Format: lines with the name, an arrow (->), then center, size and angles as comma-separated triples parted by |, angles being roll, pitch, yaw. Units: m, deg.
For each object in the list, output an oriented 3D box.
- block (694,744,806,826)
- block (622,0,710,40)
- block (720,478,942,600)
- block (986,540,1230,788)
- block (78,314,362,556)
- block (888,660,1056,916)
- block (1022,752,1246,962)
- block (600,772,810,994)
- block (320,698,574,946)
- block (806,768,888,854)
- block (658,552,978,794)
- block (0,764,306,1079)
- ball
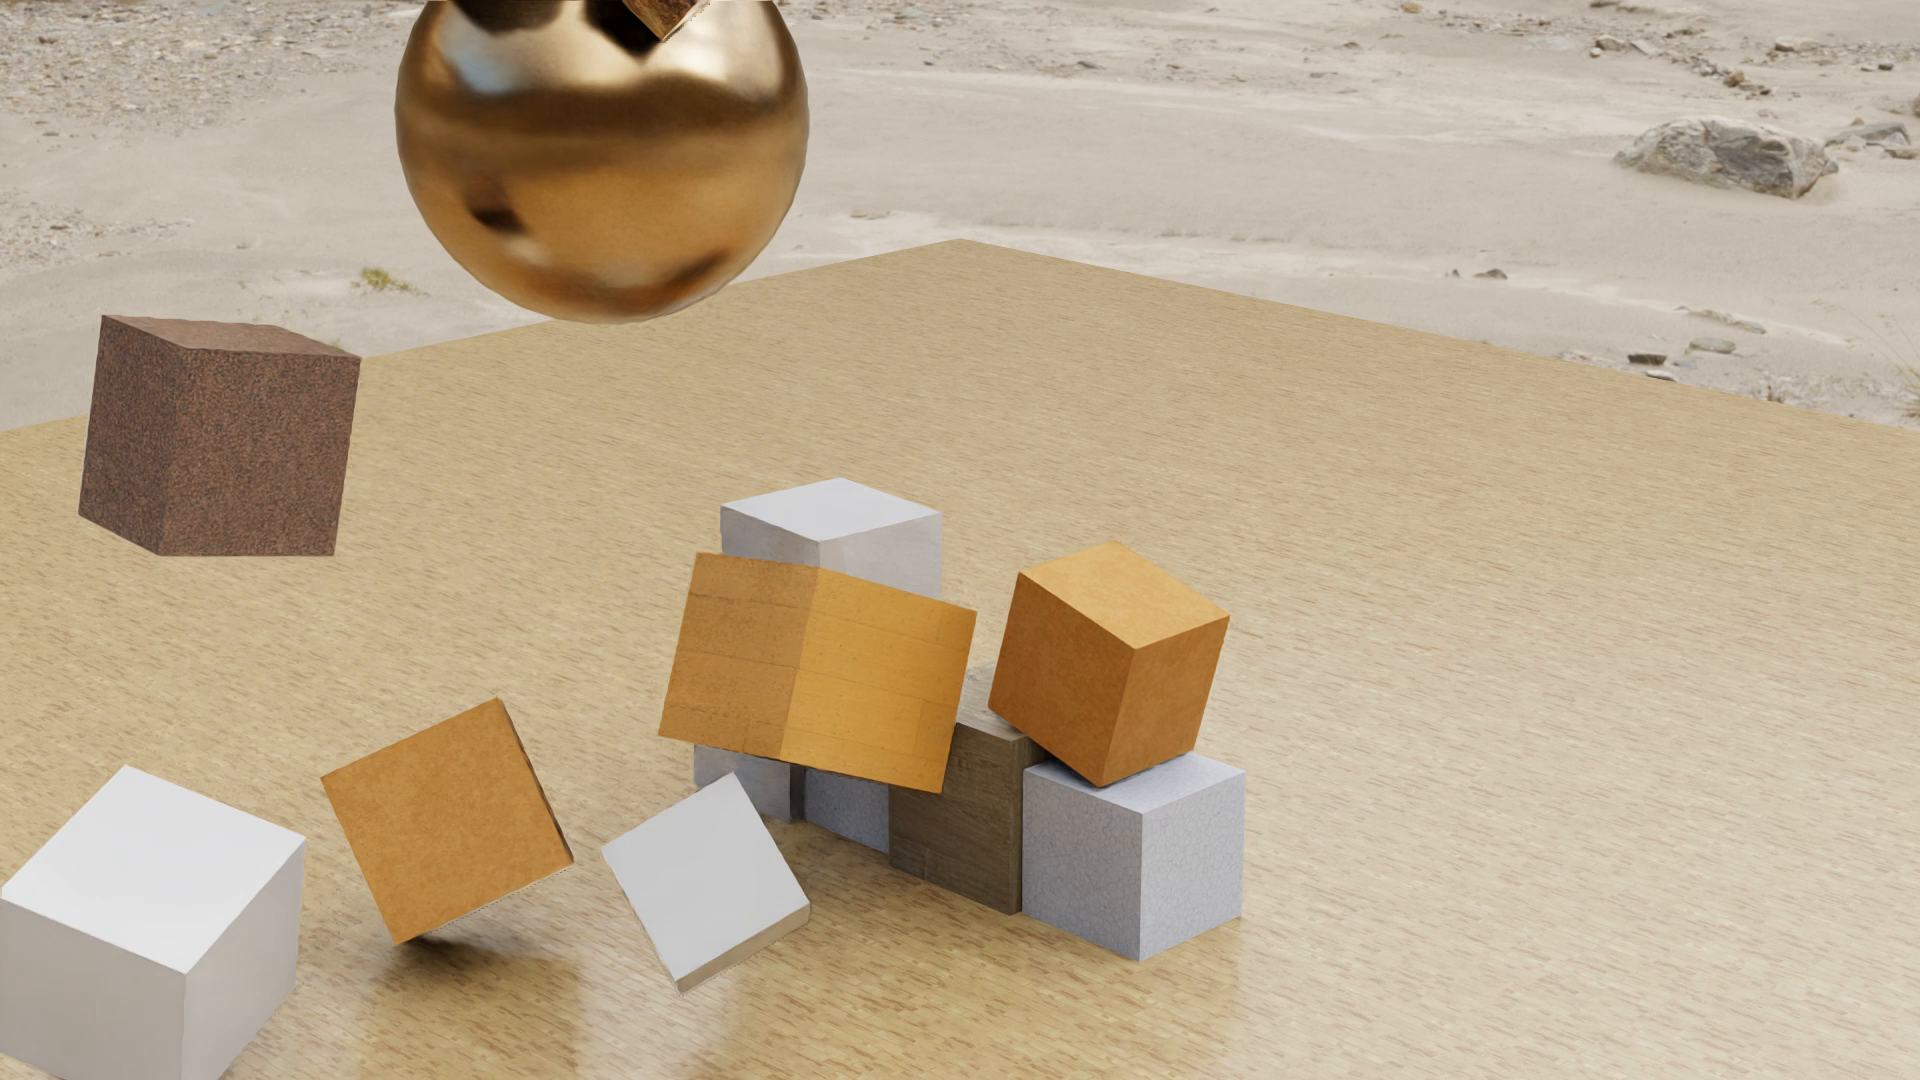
block -> -0.773, 0.848, 14.408 | 0.806, 0.743, 0.712 | -17, 24, -42
block -> -1.018, -2.221, 10.462 | 0.505, 0.553, 0.508 | -40, 9, 31
block -> -0.614, 0.202, 13.994 | 0.724, 0.738, 0.779 | -14, 22, -38
block -> 0.646, 0.532, 12.836 | 0.624, 0.705, 0.700 | -17, 40, -43
block -> -2.677, -0.375, 10.595 | 0.702, 0.739, 0.612 | 0, 14, -44
block -> 0.215, 1.112, 13.422 | 0.757, 0.831, 0.779 | -17, 24, -42
block -> 0.765, 1.337, 12.944 | 0.682, 0.687, 0.700 | -17, 24, -42
block -> -1.006, 1.368, 11.627 | 0.594, 0.594, 0.595 | -30, -10, -10
block -> -2.184, 1.195, 12.567 | 0.797, 0.768, 0.671 | -24, -1, -8
block -> -0.272, 1.038, 13.961 | 0.664, 0.649, 0.653 | 17, 24, 42
block -> -0.622, 0.586, 12.924 | 0.811, 0.825, 0.978 | 6, -8, 45
block -> -3.139, 1.564, 11.381 | 0.807, 0.818, 0.869 | 20, 35, 10
ball -> -1.382, -1.635, 11.379 | 1.600, 1.600, 1.600 | 0, 17, 0
